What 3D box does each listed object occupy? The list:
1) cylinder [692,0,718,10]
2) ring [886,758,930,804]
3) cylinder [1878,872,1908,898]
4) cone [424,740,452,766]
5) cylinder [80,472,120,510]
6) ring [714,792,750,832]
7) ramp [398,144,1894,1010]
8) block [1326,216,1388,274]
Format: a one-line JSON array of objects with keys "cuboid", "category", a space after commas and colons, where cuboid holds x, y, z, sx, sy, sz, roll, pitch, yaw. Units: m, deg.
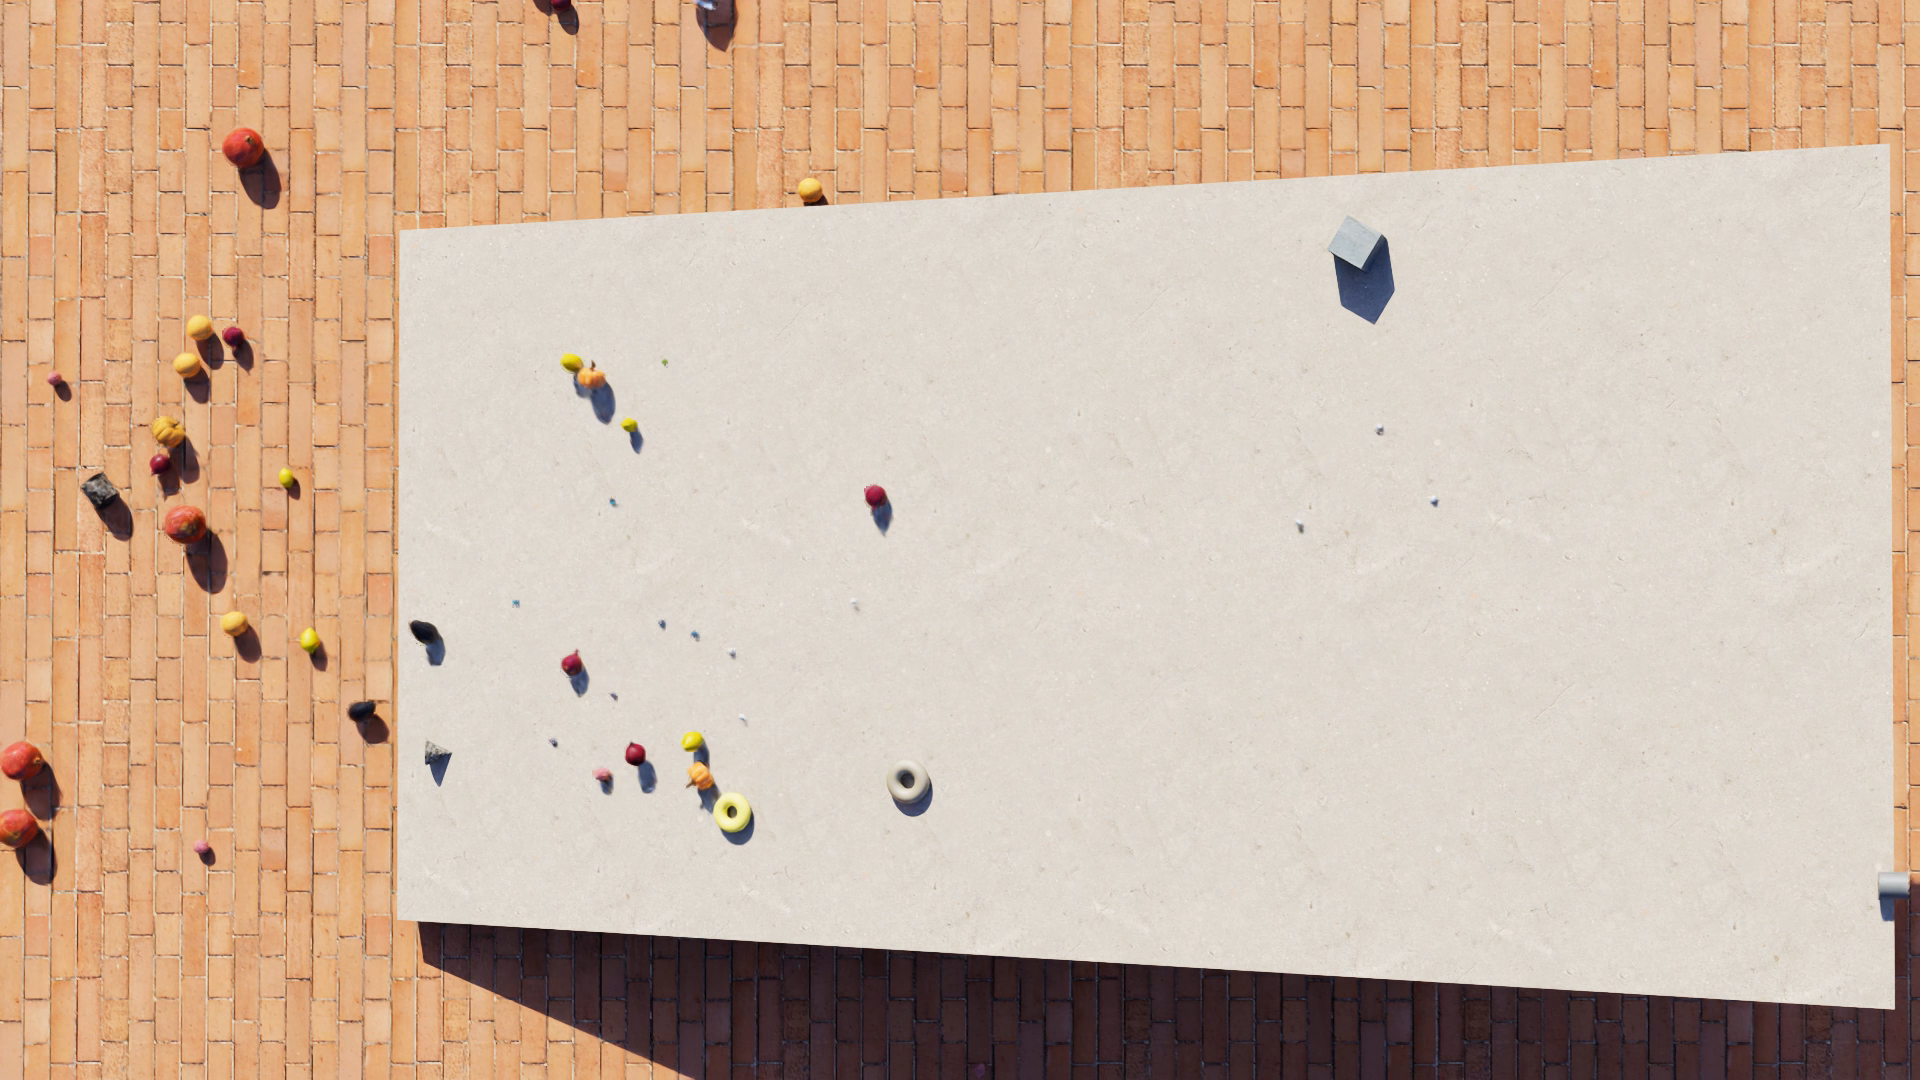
[{"cuboid": [-0.742, -1.618, 6.454, 0.088, 0.088, 0.088, 21, 89, 0], "category": "cylinder"}, {"cuboid": [-0.138, 0.641, 5.840, 0.120, 0.040, 0.120, 0, 90, 19], "category": "ring"}, {"cuboid": [2.139, 0.791, 5.043, 0.061, 0.061, 0.061, -2, 89, 18], "category": "cylinder"}, {"cuboid": [-1.494, 0.610, 6.309, 0.074, 0.074, 0.074, 1, 89, -7], "category": "cone"}, {"cuboid": [-2.517, -0.143, 6.439, 0.077, 0.077, 0.077, -38, 89, 0], "category": "cylinder"}, {"cuboid": [-0.622, 0.744, 6.005, 0.110, 0.037, 0.110, -1, 86, 22], "category": "ring"}, {"cuboid": [0.278, 0.091, 5.777, 4.000, 0.100, 2.000, 0, 89, 19], "category": "ramp"}, {"cuboid": [0.983, -0.732, 5.442, 0.098, 0.098, 0.098, 33, 99, 17], "category": "block"}]
